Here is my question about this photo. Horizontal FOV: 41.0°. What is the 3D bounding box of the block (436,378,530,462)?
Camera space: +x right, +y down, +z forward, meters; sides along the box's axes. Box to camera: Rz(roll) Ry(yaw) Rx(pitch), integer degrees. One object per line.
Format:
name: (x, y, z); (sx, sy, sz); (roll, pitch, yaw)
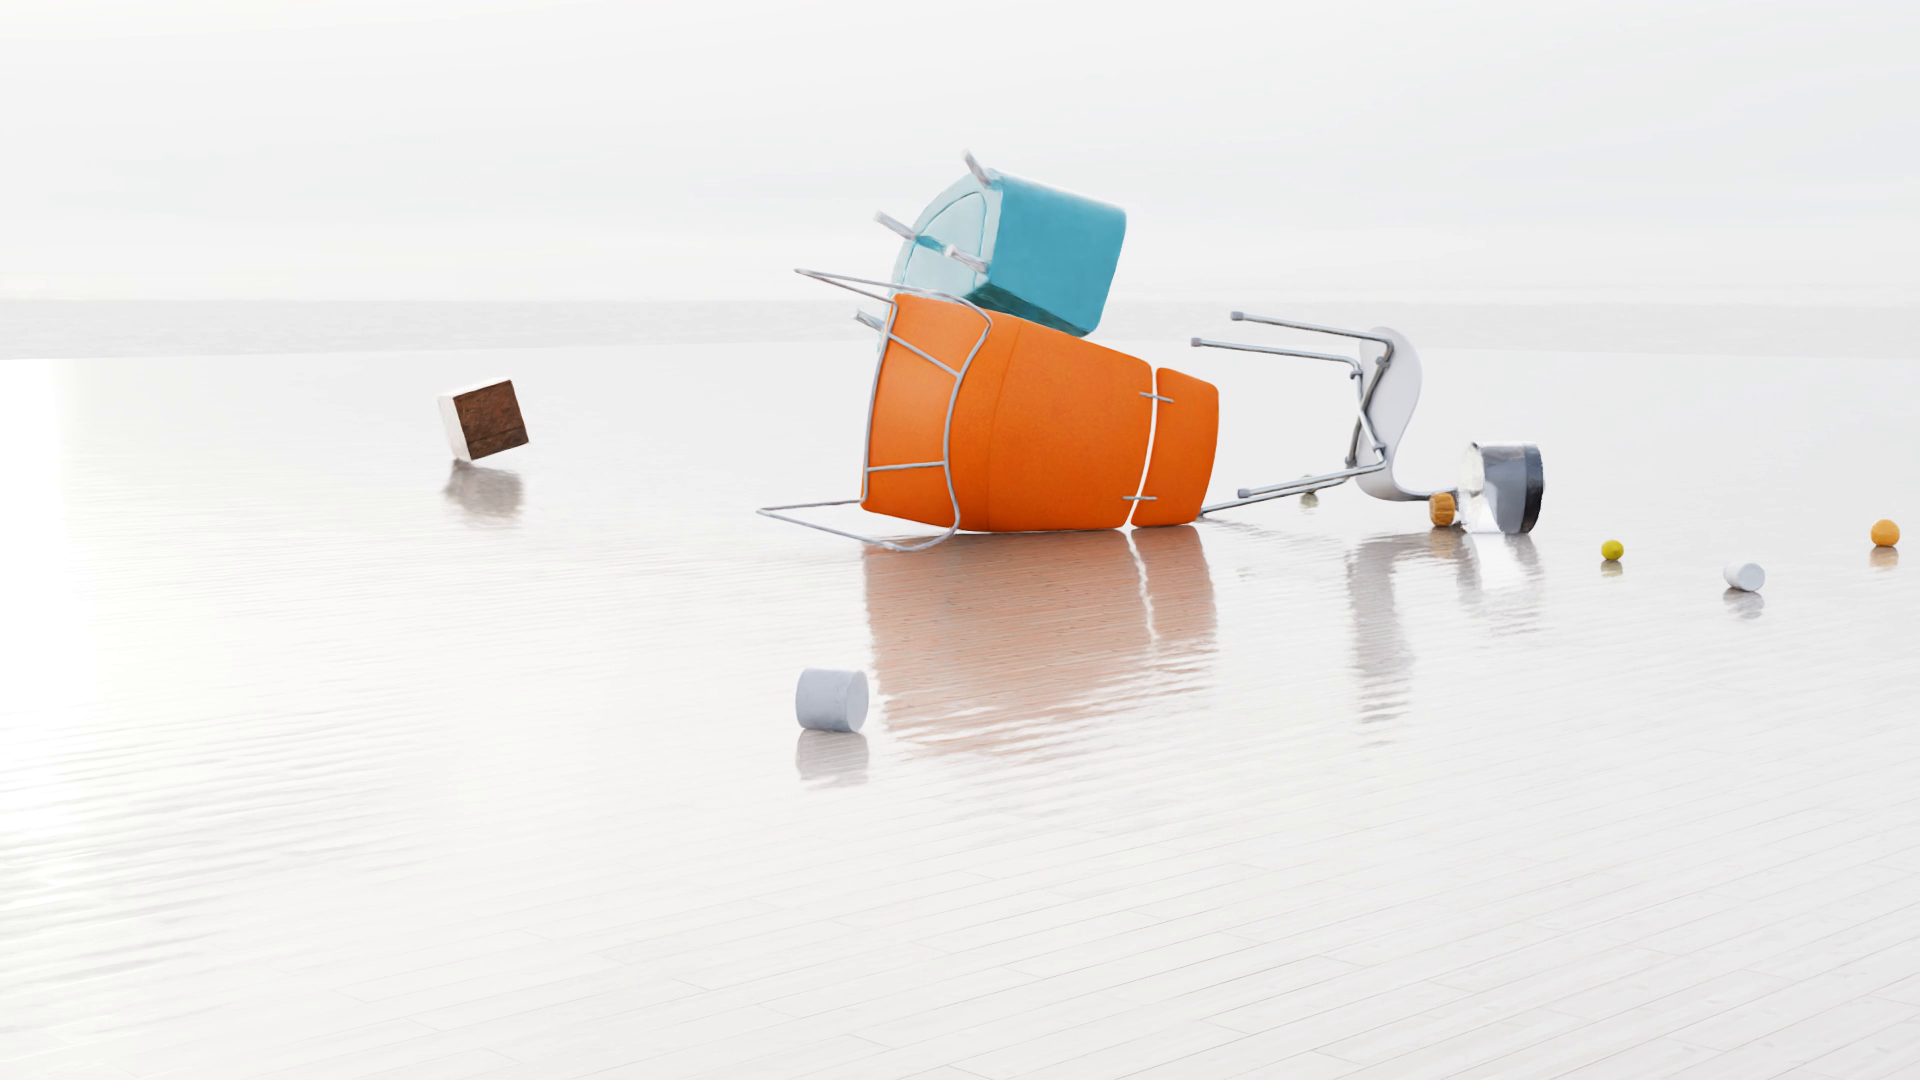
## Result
block: (-1.715, -0.436, 9.210); (0.220, 0.238, 0.284); (-19, 12, -21)

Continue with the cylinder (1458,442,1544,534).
cylinder: (1.379, -0.134, 6.550); (0.151, 0.219, 0.260); (0, -36, -4)

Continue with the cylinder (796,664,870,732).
cylinder: (-0.185, 0.231, 3.731); (0.082, 0.090, 0.080); (7, -7, 19)
